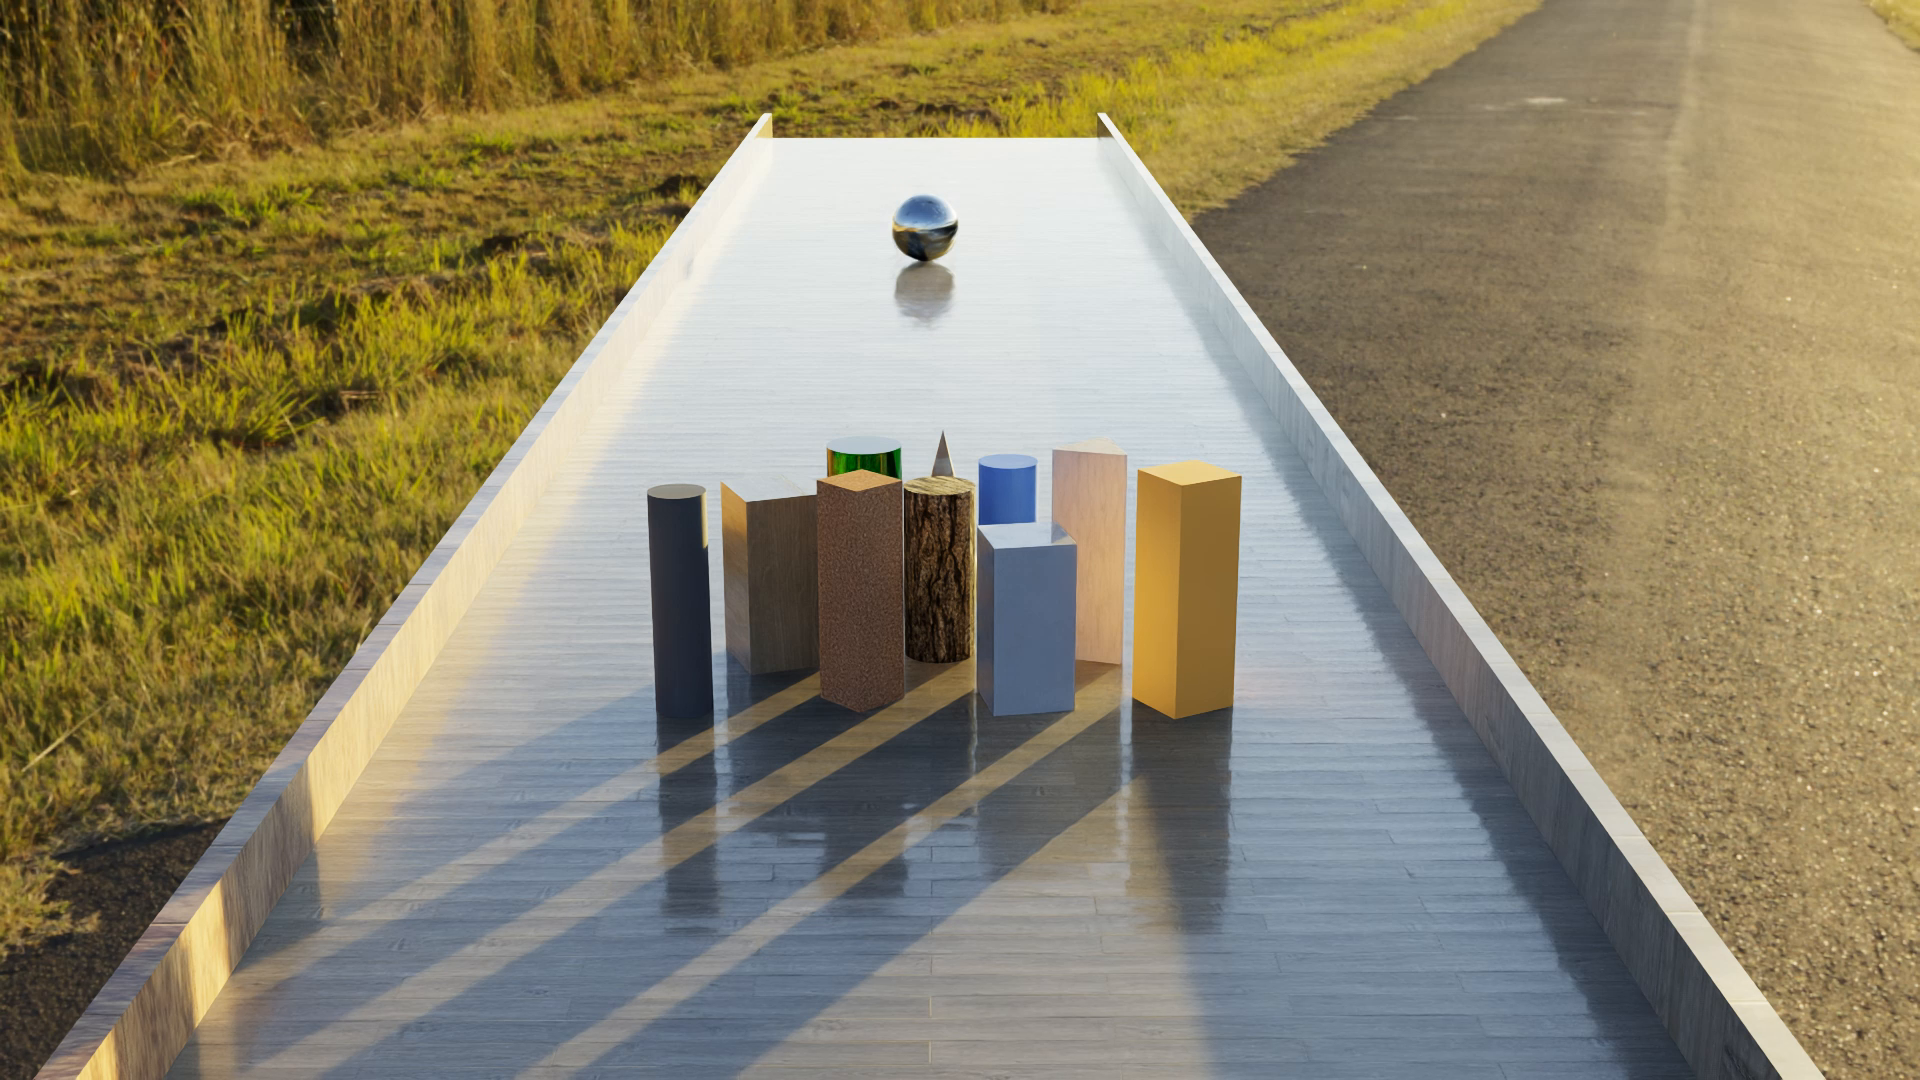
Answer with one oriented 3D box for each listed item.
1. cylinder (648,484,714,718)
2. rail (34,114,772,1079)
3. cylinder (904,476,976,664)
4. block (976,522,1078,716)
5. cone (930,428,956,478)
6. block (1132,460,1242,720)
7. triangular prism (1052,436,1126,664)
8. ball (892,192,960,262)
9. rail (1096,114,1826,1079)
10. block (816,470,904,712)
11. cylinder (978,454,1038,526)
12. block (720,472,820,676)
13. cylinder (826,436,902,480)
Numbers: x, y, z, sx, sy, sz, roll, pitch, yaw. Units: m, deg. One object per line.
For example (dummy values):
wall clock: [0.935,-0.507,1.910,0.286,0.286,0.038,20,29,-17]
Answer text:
cylinder: [-0.521,0.114,4.099,0.108,0.425,0.108,0,17,0]
rail: [-1.118,-0.838,7.780,0.050,0.150,12.000,0,17,-1]
cylinder: [-0.041,0.059,4.416,0.143,0.349,0.143,0,17,0]
block: [0.124,0.147,4.158,0.156,0.327,0.156,-3,17,-11]
cone: [-0.037,-0.076,4.868,0.177,0.351,0.177,0,17,0]
block: [0.424,0.091,4.128,0.137,0.452,0.137,-10,19,-30]
triangular prism: [0.272,0.017,4.415,0.148,0.431,0.128,5,17,17]
ball: [-0.144,-1.291,9.077,0.280,0.280,0.280,0,17,0]
rail: [0.932,-0.844,7.801,0.050,0.150,12.000,0,17,-1]
block: [-0.187,0.095,4.150,0.114,0.431,0.114,-15,22,-42]
cylinder: [0.102,-0.005,4.659,0.126,0.334,0.126,0,17,0]
block: [-0.365,0.064,4.388,0.172,0.354,0.172,-7,18,-21]
cylinder: [-0.201,-0.021,4.646,0.158,0.371,0.158,0,17,0]
